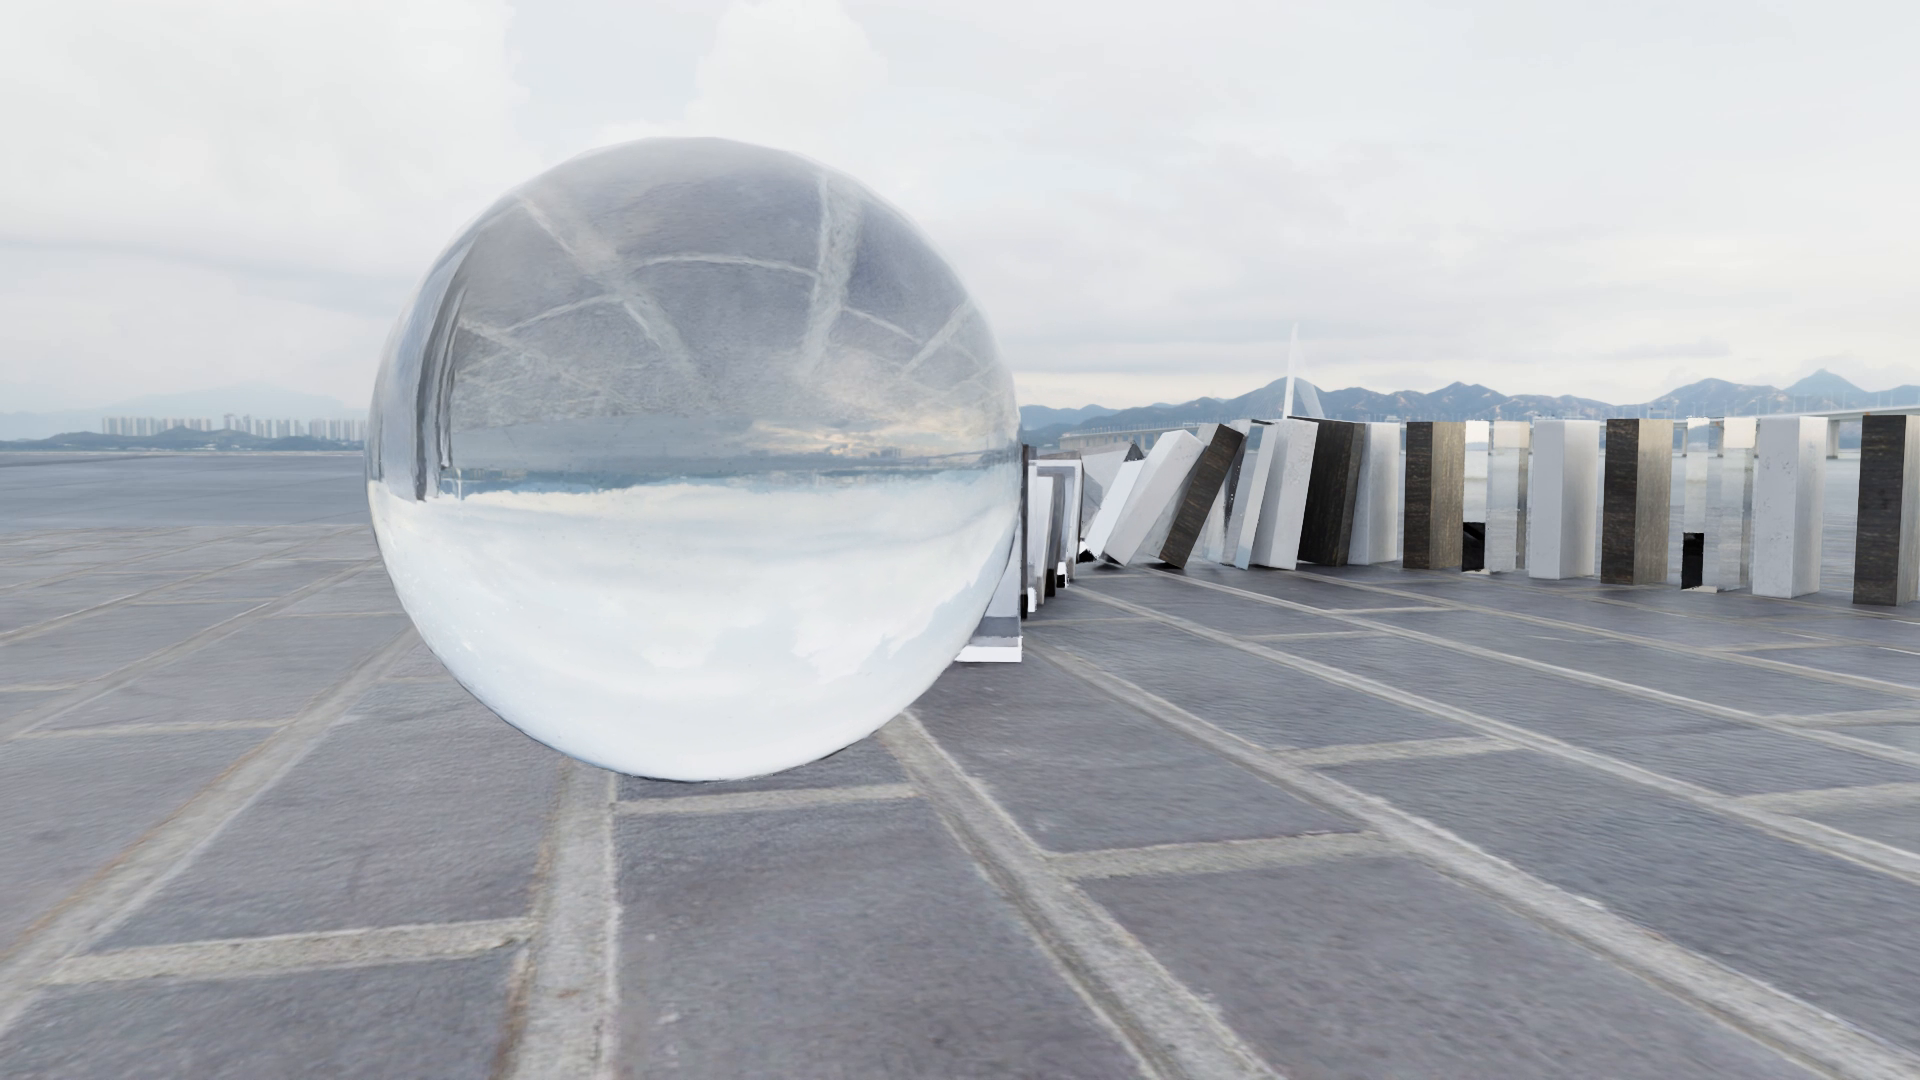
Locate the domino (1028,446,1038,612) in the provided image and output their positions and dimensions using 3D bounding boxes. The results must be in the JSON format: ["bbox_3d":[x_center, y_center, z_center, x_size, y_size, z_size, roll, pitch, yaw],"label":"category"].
[{"bbox_3d":[0.008,-0.004,0.340,0.025,0.010,0.050,0,49,4],"label":"domino"}]

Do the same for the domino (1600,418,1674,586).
[{"bbox_3d":[0.208,-0.012,0.394,0.025,0.050,0.009,-4,6,-40],"label":"domino"}]

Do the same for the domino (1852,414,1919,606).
[{"bbox_3d":[0.251,-0.008,0.346,0.025,0.050,0.009,-4,6,-43],"label":"domino"}]

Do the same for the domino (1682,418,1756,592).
[{"bbox_3d":[0.223,-0.011,0.377,0.025,0.050,0.010,-4,6,-40],"label":"domino"}]

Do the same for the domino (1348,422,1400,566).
[{"bbox_3d":[0.148,-0.017,0.461,0.010,0.050,0.025,4,6,41],"label":"domino"}]

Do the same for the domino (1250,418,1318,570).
[{"bbox_3d":[0.109,-0.016,0.442,0.010,0.050,0.025,8,3,-12],"label":"domino"}]

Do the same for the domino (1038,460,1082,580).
[{"bbox_3d":[0.026,-0.007,0.417,0.025,0.010,0.050,1,40,9],"label":"domino"}]

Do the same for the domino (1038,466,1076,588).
[{"bbox_3d":[0.022,-0.005,0.398,0.025,0.009,0.050,1,38,9],"label":"domino"}]

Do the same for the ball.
[{"bbox_3d":[-0.032,-0.010,0.163,0.080,0.080,0.080,0,4,0],"label":"ball"}]

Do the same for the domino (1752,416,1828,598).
[{"bbox_3d":[0.235,-0.010,0.363,0.025,0.050,0.010,-4,6,-41],"label":"domino"}]

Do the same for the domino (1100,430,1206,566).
[{"bbox_3d":[0.065,-0.015,0.448,0.010,0.050,0.025,35,-3,-8],"label":"domino"}]

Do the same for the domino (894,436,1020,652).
[{"bbox_3d":[0.000,0.000,0.275,0.025,0.050,0.009,0,-36,3],"label":"domino"}]

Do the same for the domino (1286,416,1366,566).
[{"bbox_3d":[0.126,-0.018,0.453,0.025,0.050,0.010,12,10,39],"label":"domino"}]

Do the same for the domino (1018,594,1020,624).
[{"bbox_3d":[0.002,-0.003,0.312,0.025,0.050,0.010,0,-36,3],"label":"domino"}]

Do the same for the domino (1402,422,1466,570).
[{"bbox_3d":[0.165,-0.016,0.445,0.025,0.050,0.010,-4,6,-43],"label":"domino"}]

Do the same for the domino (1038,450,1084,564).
[{"bbox_3d":[0.028,-0.010,0.439,0.025,0.009,0.050,-7,39,14],"label":"domino"}]

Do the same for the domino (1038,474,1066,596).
[{"bbox_3d":[0.017,-0.003,0.378,0.025,0.009,0.050,1,35,8],"label":"domino"}]

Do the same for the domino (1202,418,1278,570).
[{"bbox_3d":[0.097,-0.016,0.444,0.010,0.050,0.025,11,3,-4],"label":"domino"}]

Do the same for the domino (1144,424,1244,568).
[{"bbox_3d":[0.081,-0.016,0.448,0.009,0.050,0.025,24,2,-5],"label":"domino"}]

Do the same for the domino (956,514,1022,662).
[{"bbox_3d":[0.000,0.001,0.262,0.025,0.050,0.009,0,-36,3],"label":"domino"}]

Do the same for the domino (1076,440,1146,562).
[{"bbox_3d":[0.045,-0.013,0.451,0.025,0.009,0.050,-6,42,40],"label":"domino"}]

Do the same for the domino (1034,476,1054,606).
[{"bbox_3d":[0.012,-0.001,0.358,0.025,0.009,0.050,1,34,8],"label":"domino"}]

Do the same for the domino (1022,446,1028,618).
[{"bbox_3d":[0.005,-0.003,0.326,0.025,0.050,0.009,0,-41,3],"label":"domino"}]

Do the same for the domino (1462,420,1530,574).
[{"bbox_3d":[0.179,-0.015,0.429,0.025,0.050,0.009,-4,6,-41],"label":"domino"}]

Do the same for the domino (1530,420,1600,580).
[{"bbox_3d":[0.194,-0.013,0.411,0.025,0.050,0.009,-4,6,-40],"label":"domino"}]
